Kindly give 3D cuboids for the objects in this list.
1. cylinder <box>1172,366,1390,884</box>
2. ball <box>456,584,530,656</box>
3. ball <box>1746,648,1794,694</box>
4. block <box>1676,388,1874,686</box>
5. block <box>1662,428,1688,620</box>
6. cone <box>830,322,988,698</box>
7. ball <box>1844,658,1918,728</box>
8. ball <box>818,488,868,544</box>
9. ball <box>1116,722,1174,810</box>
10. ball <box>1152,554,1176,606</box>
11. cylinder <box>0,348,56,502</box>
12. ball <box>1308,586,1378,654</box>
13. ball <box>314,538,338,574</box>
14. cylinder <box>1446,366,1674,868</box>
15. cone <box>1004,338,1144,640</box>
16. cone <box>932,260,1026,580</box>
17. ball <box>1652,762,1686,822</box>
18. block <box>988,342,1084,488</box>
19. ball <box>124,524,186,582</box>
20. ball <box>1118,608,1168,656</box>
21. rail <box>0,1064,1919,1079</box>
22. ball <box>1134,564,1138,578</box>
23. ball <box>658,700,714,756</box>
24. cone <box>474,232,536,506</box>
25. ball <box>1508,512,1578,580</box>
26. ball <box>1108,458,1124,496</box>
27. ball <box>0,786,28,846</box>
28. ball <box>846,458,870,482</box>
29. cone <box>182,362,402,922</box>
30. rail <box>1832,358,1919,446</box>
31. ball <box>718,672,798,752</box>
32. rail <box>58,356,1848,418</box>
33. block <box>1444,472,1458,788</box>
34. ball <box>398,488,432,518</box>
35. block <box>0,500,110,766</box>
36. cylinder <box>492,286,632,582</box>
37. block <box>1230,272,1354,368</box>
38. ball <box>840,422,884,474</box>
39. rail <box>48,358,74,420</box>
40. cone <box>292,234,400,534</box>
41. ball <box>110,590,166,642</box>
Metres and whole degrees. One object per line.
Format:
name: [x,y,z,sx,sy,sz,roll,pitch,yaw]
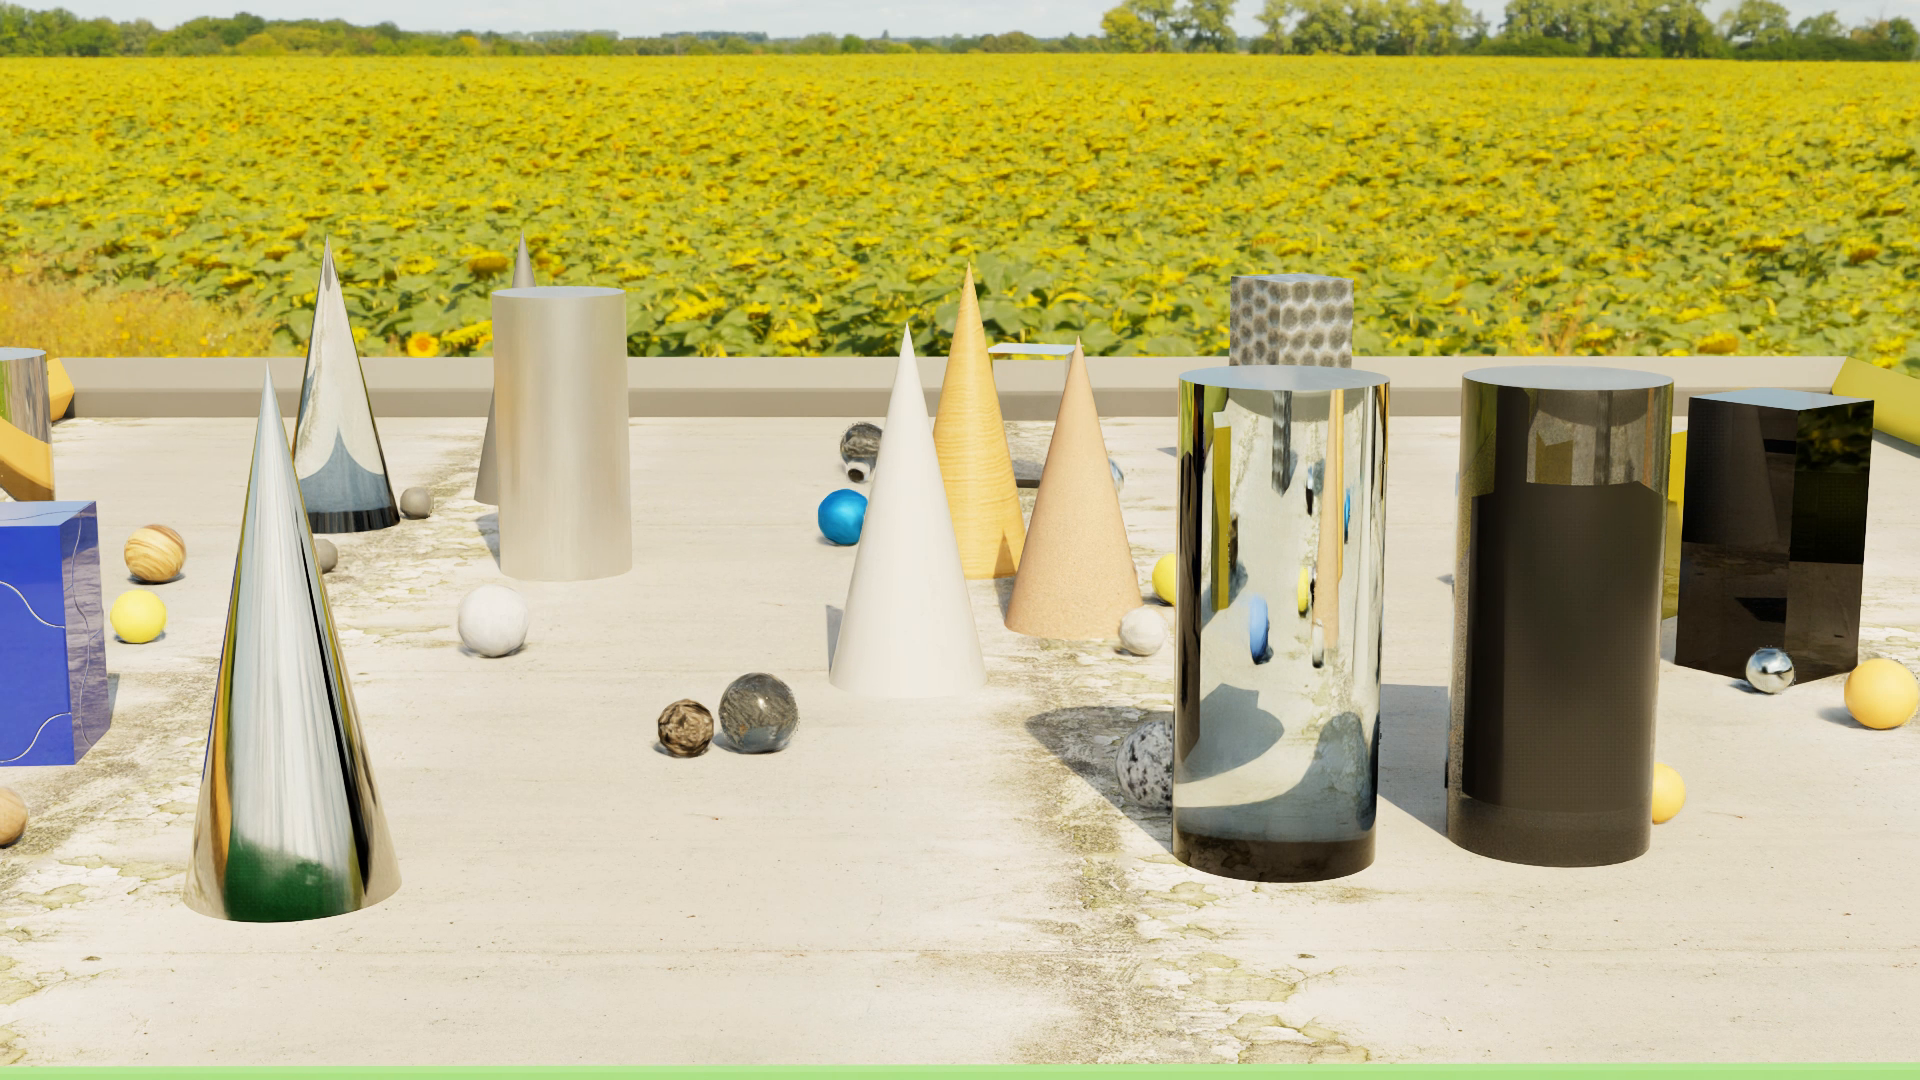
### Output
cylinder: [0.293,0.072,2.359,0.190,0.446,0.190,0,11,0]
ball: [-0.579,0.099,3.184,0.090,0.090,0.090,0,11,0]
ball: [0.945,0.153,2.995,0.054,0.054,0.054,0,11,0]
block: [0.982,-0.007,3.097,0.152,0.330,0.152,-8,13,-37]
block: [0.856,-0.022,3.401,0.152,0.249,0.152,9,14,41]
cone: [-0.062,-0.044,3.031,0.190,0.428,0.190,0,11,0]
ball: [1.019,0.170,2.838,0.078,0.078,0.078,0,11,0]
ball: [-0.176,-0.036,3.920,0.085,0.085,0.085,0,11,0]
ball: [0.198,0.222,2.527,0.088,0.088,0.088,0,11,0]
ball: [0.295,0.053,3.484,0.070,0.070,0.070,0,11,0]
cylinder: [-1.355,-0.092,3.553,0.190,0.330,0.190,0,11,0]
ball: [0.477,0.100,3.192,0.086,0.086,0.086,0,11,0]
ball: [-0.921,0.024,3.694,0.052,0.052,0.052,0,11,0]
cylinder: [0.559,0.066,2.403,0.190,0.440,0.190,0,11,0]
cone: [0.152,-0.077,3.336,0.190,0.381,0.190,0,11,0]
cone: [0.013,-0.180,3.709,0.190,0.447,0.190,0,11,0]
ball: [0.674,0.245,2.488,0.059,0.059,0.059,0,11,0]
block: [0.126,-0.219,4.498,0.152,0.234,0.152,3,11,15]
ball: [-1.140,0.019,3.632,0.084,0.084,0.084,0,11,0]
ball: [0.227,0.114,3.185,0.061,0.061,0.061,0,11,0]
rail: [0.011,0.377,1.594,3.710,0.123,0.045,0,11,0]
ball: [0.212,0.047,3.536,0.064,0.064,0.064,0,11,0]
ball: [-0.292,0.200,2.727,0.060,0.060,0.060,0,11,0]
cone: [-0.729,-0.296,4.310,0.190,0.455,0.190,0,11,0]
ball: [0.831,0.009,3.656,0.095,0.095,0.095,0,11,0]
ball: [0.232,-0.098,4.263,0.083,0.083,0.083,0,11,0]
ball: [-0.907,0.260,2.409,0.058,0.058,0.058,0,11,0]
ball: [-0.179,-0.122,4.496,0.044,0.044,0.044,0,11,0]
cone: [-0.596,0.078,2.250,0.190,0.474,0.190,0,11,0]
rail: [1.832,0.030,3.460,0.045,0.123,3.821,0,11,0]
ball: [-0.215,0.184,2.743,0.085,0.085,0.085,0,11,0]
rail: [-0.011,-0.314,5.304,3.710,0.123,0.045,0,11,0]
block: [0.582,0.093,2.640,0.152,0.301,0.152,2,11,11]
ball: [-0.880,-0.060,4.143,0.051,0.051,0.051,0,11,0]
block: [-1.011,0.098,2.738,0.152,0.256,0.152,-1,11,-4]
cylinder: [-0.573,-0.156,3.699,0.190,0.403,0.190,0,11,0]
block: [0.575,-0.278,4.476,0.152,0.359,0.152,-6,12,-27]
ball: [-0.170,-0.164,4.596,0.091,0.091,0.091,0,11,0]
rail: [-1.832,0.034,3.439,0.045,0.123,3.821,0,11,0]
cone: [-0.992,-0.254,4.064,0.190,0.462,0.190,0,11,0]
ball: [-1.043,0.097,3.258,0.068,0.068,0.068,0,11,0]
